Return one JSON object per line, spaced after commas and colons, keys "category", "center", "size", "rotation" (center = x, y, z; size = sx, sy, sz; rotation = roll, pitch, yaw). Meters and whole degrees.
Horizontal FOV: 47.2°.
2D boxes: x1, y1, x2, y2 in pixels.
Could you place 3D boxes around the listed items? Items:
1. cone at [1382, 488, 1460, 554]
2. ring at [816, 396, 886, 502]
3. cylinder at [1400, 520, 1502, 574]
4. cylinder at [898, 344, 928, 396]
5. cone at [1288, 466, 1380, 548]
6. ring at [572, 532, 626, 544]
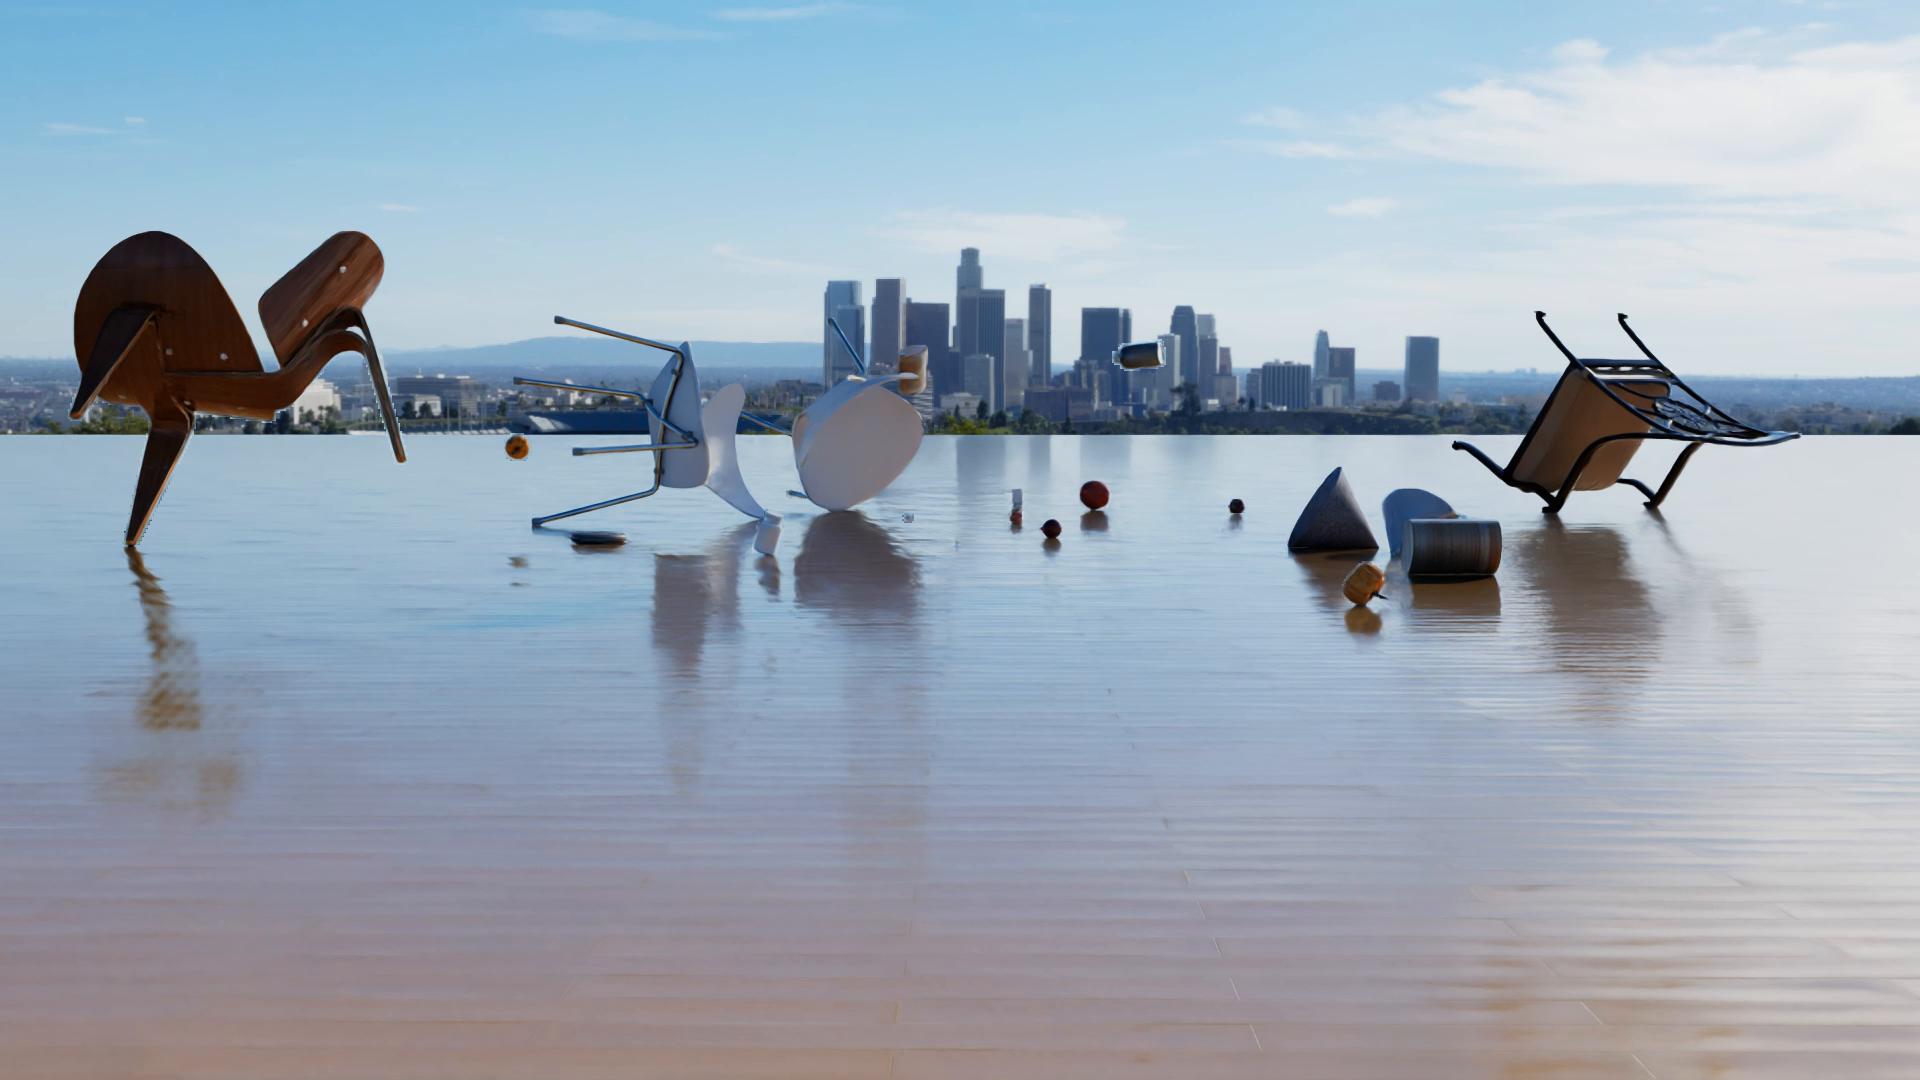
{"category": "cone", "center": [1.221, -0.009, 6.022], "size": [0.252, 0.208, 0.170], "rotation": [4, 37, 46]}
{"category": "ring", "center": [-0.419, -0.350, 8.435], "size": [0.165, 0.405, 0.484], "rotation": [9, 26, 16]}
{"category": "cylinder", "center": [1.187, 0.017, 5.319], "size": [0.211, 0.129, 0.168], "rotation": [0, -18, 1]}
{"category": "cylinder", "center": [-0.173, -0.625, 8.077], "size": [0.083, 0.151, 0.176], "rotation": [11, 22, 21]}
{"category": "cone", "center": [1.094, -0.036, 6.218], "size": [0.219, 0.273, 0.314], "rotation": [32, 2, 0]}
{"category": "ring", "center": [-1.057, -0.007, 6.441], "size": [0.171, 0.029, 0.130], "rotation": [-2, 5, -39]}
